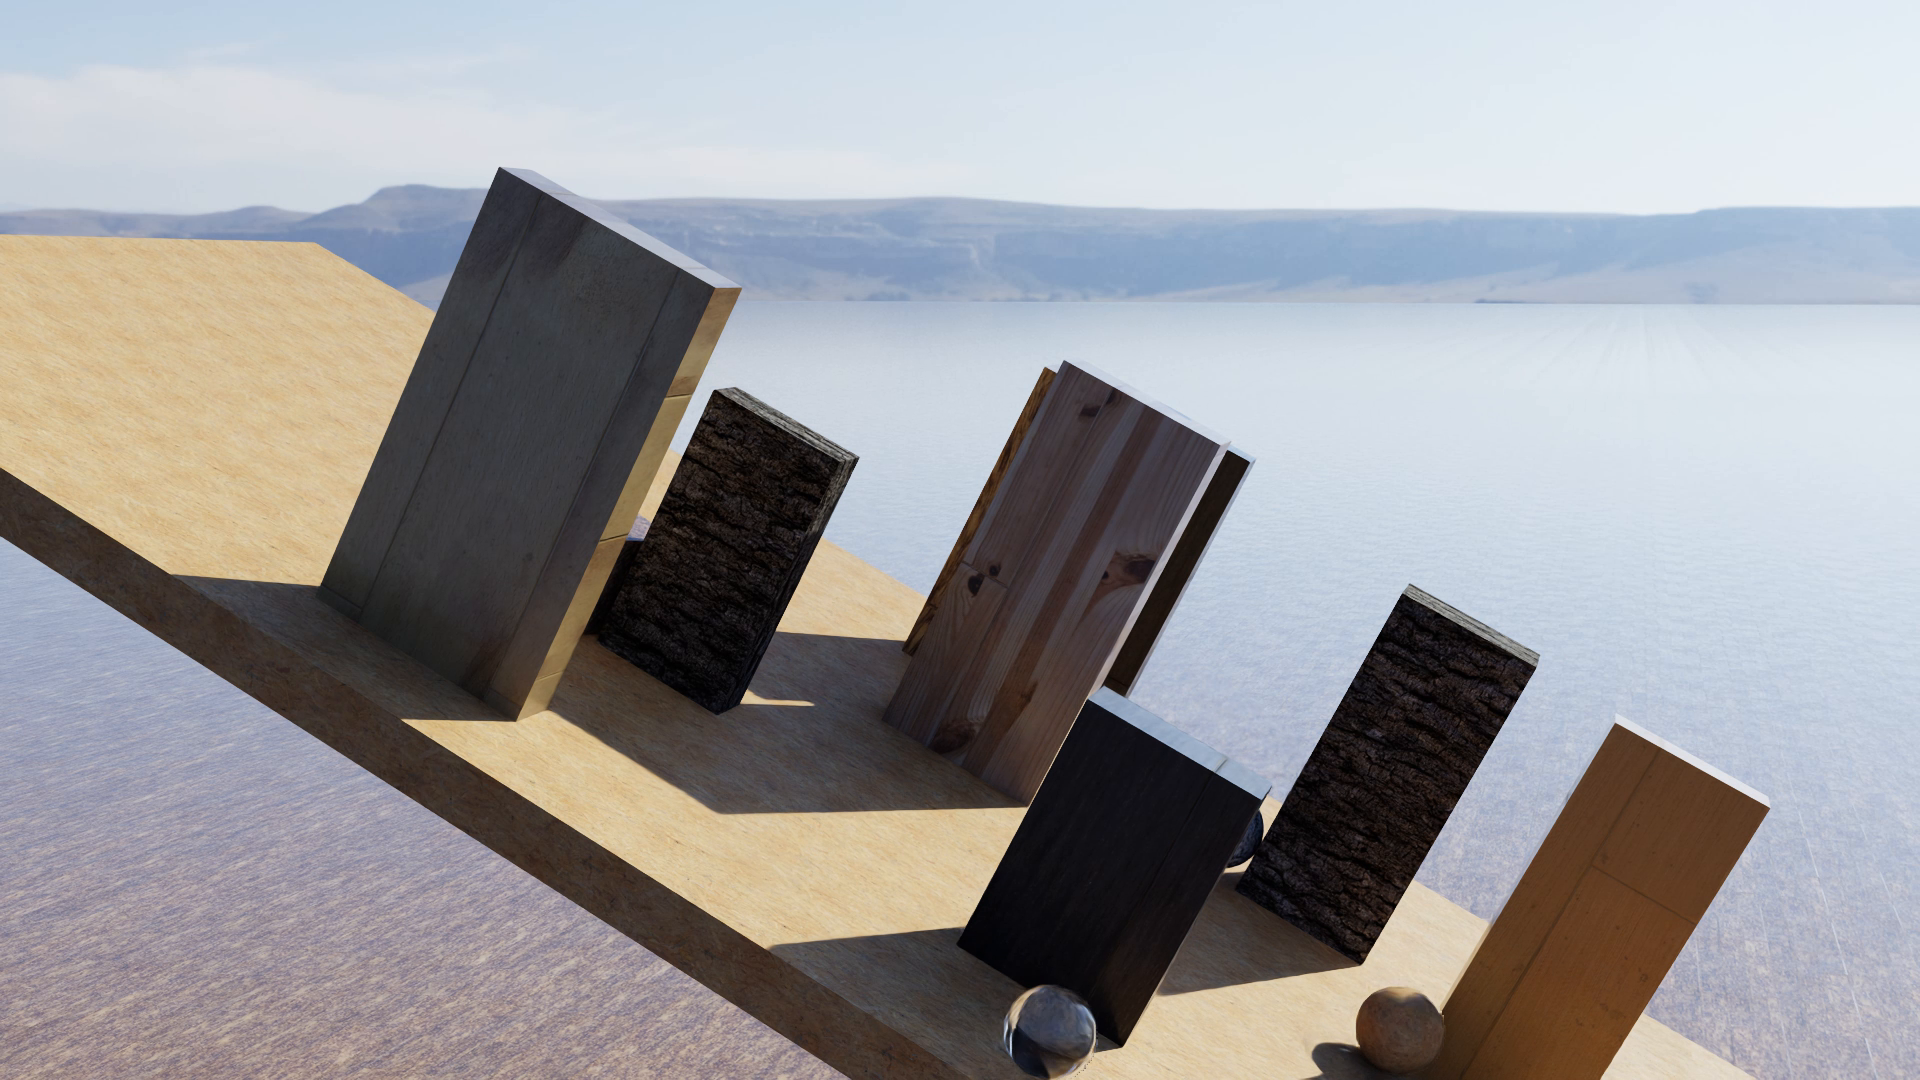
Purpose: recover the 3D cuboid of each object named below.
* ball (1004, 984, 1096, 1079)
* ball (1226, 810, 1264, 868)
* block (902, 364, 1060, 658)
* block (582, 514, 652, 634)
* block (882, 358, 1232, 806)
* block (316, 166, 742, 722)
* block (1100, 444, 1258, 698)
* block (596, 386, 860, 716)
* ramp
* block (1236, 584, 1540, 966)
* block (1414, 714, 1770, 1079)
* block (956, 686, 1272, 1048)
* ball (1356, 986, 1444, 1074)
[{"bbox_3d":[0.129,0.706,3.157,0.134,0.134,0.134,0,7,0],"label":"ball"},{"bbox_3d":[0.517,0.565,4.322,0.160,0.160,0.160,0,7,0],"label":"ball"},{"bbox_3d":[0.147,-0.007,4.626,0.247,0.682,0.117,30,14,12],"label":"block"},{"bbox_3d":[-0.677,0.037,3.979,0.194,0.194,0.194,34,15,26],"label":"block"},{"bbox_3d":[0.177,0.081,4.154,0.330,0.781,0.115,30,14,12],"label":"block"},{"bbox_3d":[-0.684,-0.148,3.449,0.399,0.762,0.105,30,14,12],"label":"block"},{"bbox_3d":[0.338,0.065,4.688,0.287,0.694,0.082,30,14,12],"label":"block"},{"bbox_3d":[-0.411,0.019,3.875,0.260,0.509,0.101,30,14,12],"label":"block"},{"bbox_3d":[-0.230,0.384,4.152,4.000,0.100,2.000,30,14,12],"label":"ramp"},{"bbox_3d":[0.819,0.449,4.228,0.279,0.670,0.144,30,14,12],"label":"block"},{"bbox_3d":[1.068,0.677,3.764,0.280,0.715,0.083,30,14,12],"label":"block"},{"bbox_3d":[0.238,0.505,3.414,0.302,0.455,0.111,30,14,12],"label":"block"},{"bbox_3d":[0.754,0.842,3.779,0.149,0.149,0.149,0,7,0],"label":"ball"}]
